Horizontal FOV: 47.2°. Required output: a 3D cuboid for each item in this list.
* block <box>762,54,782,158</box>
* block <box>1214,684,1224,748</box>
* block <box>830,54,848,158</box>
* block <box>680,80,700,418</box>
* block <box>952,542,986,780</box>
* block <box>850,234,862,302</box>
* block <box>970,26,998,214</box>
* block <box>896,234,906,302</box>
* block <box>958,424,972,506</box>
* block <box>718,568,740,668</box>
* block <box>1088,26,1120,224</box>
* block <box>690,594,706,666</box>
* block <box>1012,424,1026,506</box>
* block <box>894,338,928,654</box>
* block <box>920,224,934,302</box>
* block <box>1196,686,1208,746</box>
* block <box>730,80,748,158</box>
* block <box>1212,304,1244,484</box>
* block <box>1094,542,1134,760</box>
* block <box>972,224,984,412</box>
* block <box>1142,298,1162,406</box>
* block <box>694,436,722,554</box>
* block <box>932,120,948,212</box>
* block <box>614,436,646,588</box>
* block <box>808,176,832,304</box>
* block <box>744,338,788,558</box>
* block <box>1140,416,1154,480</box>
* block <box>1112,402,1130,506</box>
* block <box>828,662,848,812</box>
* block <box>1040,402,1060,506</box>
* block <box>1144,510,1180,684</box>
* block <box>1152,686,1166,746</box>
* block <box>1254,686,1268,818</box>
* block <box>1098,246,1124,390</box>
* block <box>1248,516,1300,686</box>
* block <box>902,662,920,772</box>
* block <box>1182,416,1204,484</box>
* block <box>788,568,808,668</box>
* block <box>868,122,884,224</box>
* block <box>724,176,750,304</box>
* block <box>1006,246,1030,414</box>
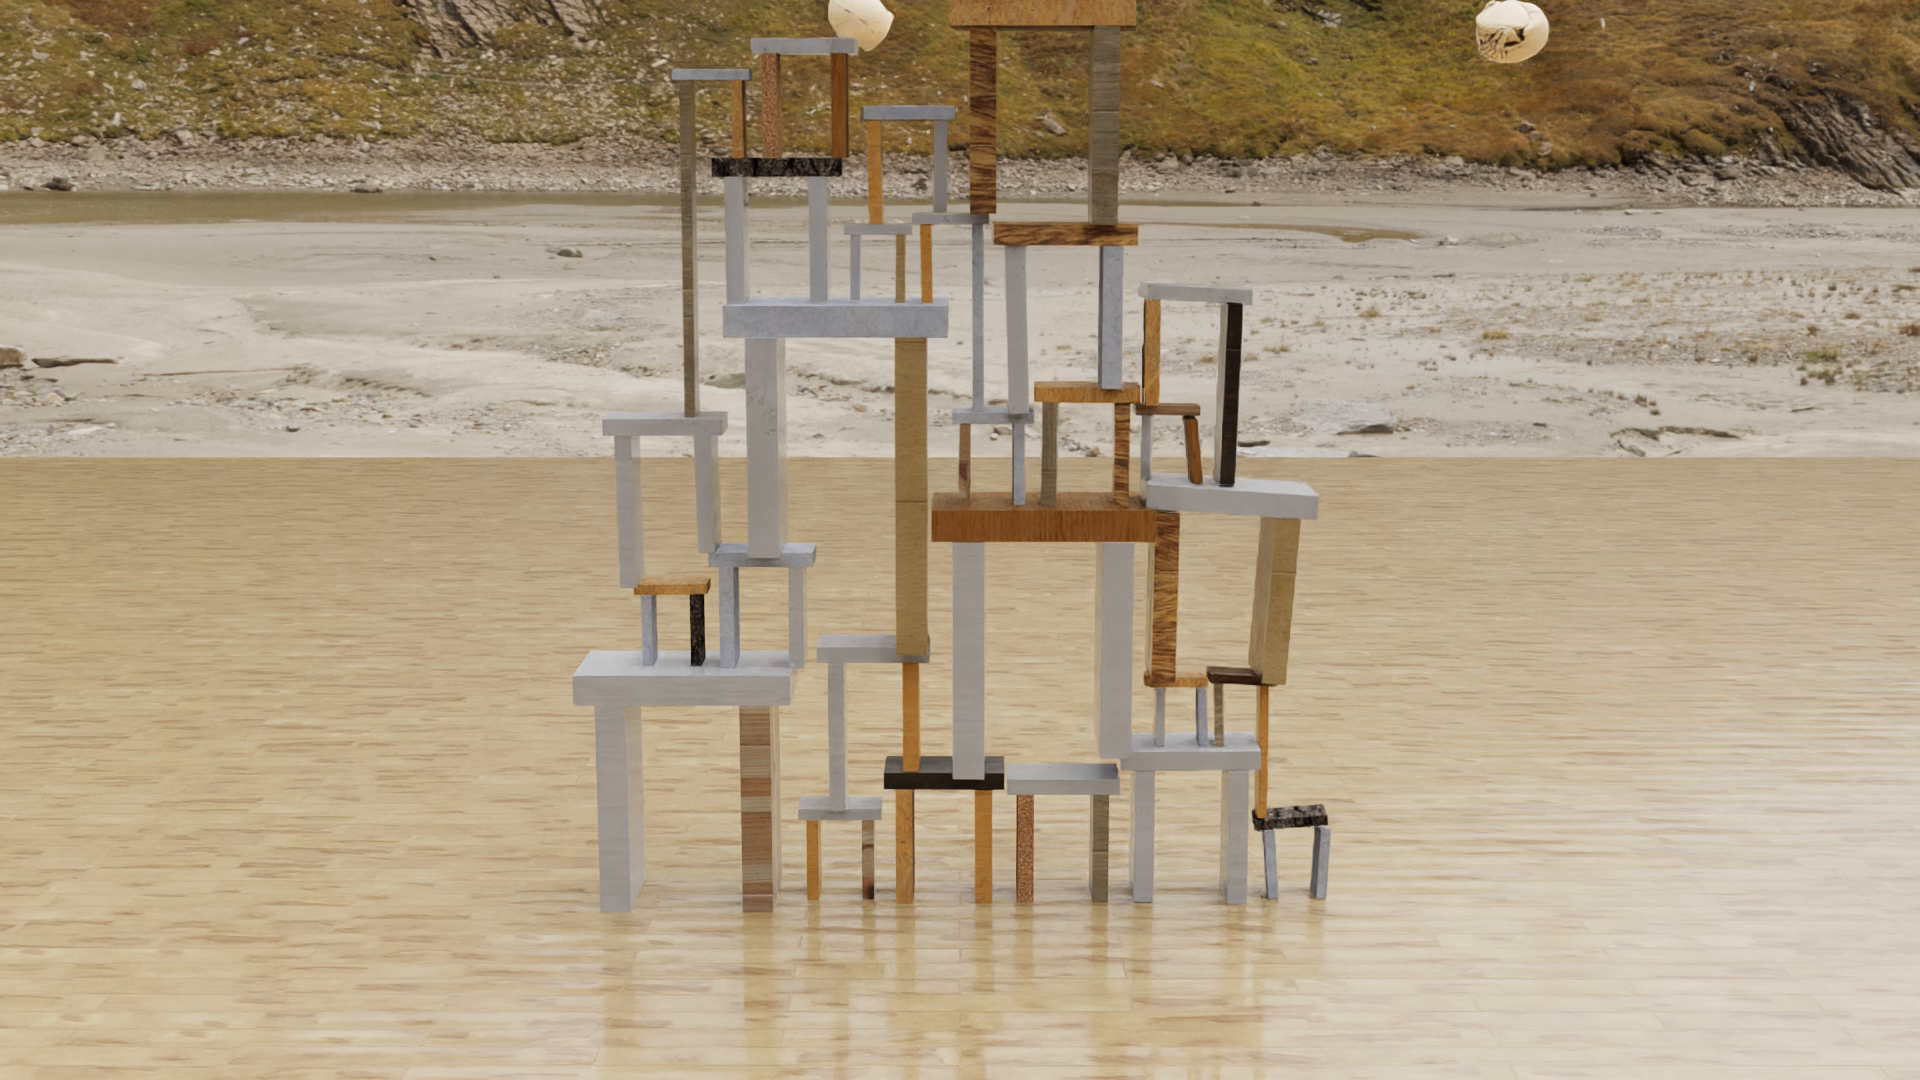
[{"bbox_3d":[-0.294,-0.677,3.432,0.023,0.159,0.080,0,11,0],"label":"block"},{"bbox_3d":[0.425,0.282,3.607,0.015,0.105,0.053,-1,11,9],"label":"block"},{"bbox_3d":[-0.187,-0.677,3.432,0.023,0.159,0.080,0,11,0],"label":"block"},{"bbox_3d":[-0.427,-0.458,3.474,0.017,0.525,0.059,0,11,0],"label":"block"},{"bbox_3d":[0.016,0.178,3.593,0.050,0.390,0.177,0,11,2],"label":"block"},{"bbox_3d":[-0.164,-0.431,3.477,0.015,0.106,0.053,1,11,0],"label":"block"},{"bbox_3d":[0.037,-0.655,3.442,0.040,0.283,0.142,0,10,2],"label":"block"},{"bbox_3d":[-0.094,-0.431,3.477,0.015,0.106,0.053,1,11,0],"label":"block"},{"bbox_3d":[0.008,-0.126,3.528,0.018,0.131,0.065,1,11,0],"label":"block"},{"bbox_3d":[-0.375,0.118,3.580,0.024,0.167,0.084,0,11,0],"label":"block"},{"bbox_3d":[0.224,-0.644,3.425,0.040,0.299,0.142,0,10,1],"label":"block"},{"bbox_3d":[-0.428,0.141,3.590,0.017,0.118,0.059,0,11,0],"label":"block"},{"bbox_3d":[0.094,-0.126,3.527,0.018,0.131,0.065,0,11,-1],"label":"block"},{"bbox_3d":[-0.077,-0.082,3.541,0.049,0.504,0.174,0,11,0],"label":"block"},{"bbox_3d":[-0.053,-0.437,3.473,0.017,0.121,0.060,-1,11,0],"label":"block"},{"bbox_3d":[0.397,0.284,3.612,0.014,0.101,0.050,-2,11,2],"label":"block"},{"bbox_3d":[-0.345,-0.658,3.437,0.017,0.119,0.059,0,11,0],"label":"block"},{"bbox_3d":[0.427,-0.234,3.511,0.024,0.285,0.083,2,8,-1],"label":"block"},{"bbox_3d":[0.250,0.161,3.588,0.050,0.355,0.177,0,11,0],"label":"block"},{"bbox_3d":[0.029,-0.353,3.484,0.017,0.293,0.060,0,10,1],"label":"block"},{"bbox_3d":[0.305,-0.299,3.496,0.024,0.167,0.083,1,8,3],"label":"block"},{"bbox_3d":[-0.406,-0.081,3.543,0.027,0.189,0.095,-1,11,1],"label":"block"},{"bbox_3d":[-0.031,-0.589,3.470,0.020,0.142,0.071,0,8,-2],"label":"block"},{"bbox_3d":[-0.533,-0.053,3.548,0.027,0.246,0.095,-1,11,0],"label":"block"},{"bbox_3d":[-0.220,-0.474,3.467,0.028,0.196,0.098,0,11,0],"label":"block"},{"bbox_3d":[-0.309,-0.158,3.525,0.049,0.348,0.174,0,11,0],"label":"block"},{"bbox_3d":[0.300,-0.152,3.524,0.015,0.104,0.052,2,9,10],"label":"block"},{"bbox_3d":[0.258,-0.144,3.530,0.023,0.166,0.083,0,11,2],"label":"block"},{"bbox_3d":[-0.201,0.313,3.623,0.026,0.250,0.091,0,11,0],"label":"block"},{"bbox_3d":[0.145,-0.143,3.525,0.023,0.166,0.083,2,11,5],"label":"block"},{"bbox_3d":[0.328,0.083,3.575,0.038,0.276,0.135,1,10,0],"label":"block"},{"bbox_3d":[0.327,0.284,3.618,0.014,0.101,0.050,0,11,-1],"label":"block"},{"bbox_3d":[0.498,0.343,3.627,0.015,0.228,0.053,0,11,2],"label":"block"},{"bbox_3d":[0.238,-0.356,3.478,0.032,0.223,0.112,0,11,1],"label":"block"},{"bbox_3d":[0.509,0.086,3.567,0.038,0.271,0.135,3,11,-3],"label":"block"},{"bbox_3d":[-0.079,0.280,3.614,0.026,0.182,0.091,0,11,1],"label":"block"},{"bbox_3d":[0.372,-0.145,3.516,0.015,0.103,0.052,-7,13,-3],"label":"block"},{"bbox_3d":[-0.264,0.118,3.579,0.024,0.167,0.084,0,11,0],"label":"block"},{"bbox_3d":[-0.133,-0.578,3.458,0.020,0.159,0.071,-1,10,0],"label":"block"},{"bbox_3d":[-0.351,-0.475,3.467,0.028,0.196,0.098,0,11,0],"label":"block"},{"bbox_3d":[0.091,-0.338,3.487,0.032,0.263,0.112,-1,11,2],"label":"block"}]
